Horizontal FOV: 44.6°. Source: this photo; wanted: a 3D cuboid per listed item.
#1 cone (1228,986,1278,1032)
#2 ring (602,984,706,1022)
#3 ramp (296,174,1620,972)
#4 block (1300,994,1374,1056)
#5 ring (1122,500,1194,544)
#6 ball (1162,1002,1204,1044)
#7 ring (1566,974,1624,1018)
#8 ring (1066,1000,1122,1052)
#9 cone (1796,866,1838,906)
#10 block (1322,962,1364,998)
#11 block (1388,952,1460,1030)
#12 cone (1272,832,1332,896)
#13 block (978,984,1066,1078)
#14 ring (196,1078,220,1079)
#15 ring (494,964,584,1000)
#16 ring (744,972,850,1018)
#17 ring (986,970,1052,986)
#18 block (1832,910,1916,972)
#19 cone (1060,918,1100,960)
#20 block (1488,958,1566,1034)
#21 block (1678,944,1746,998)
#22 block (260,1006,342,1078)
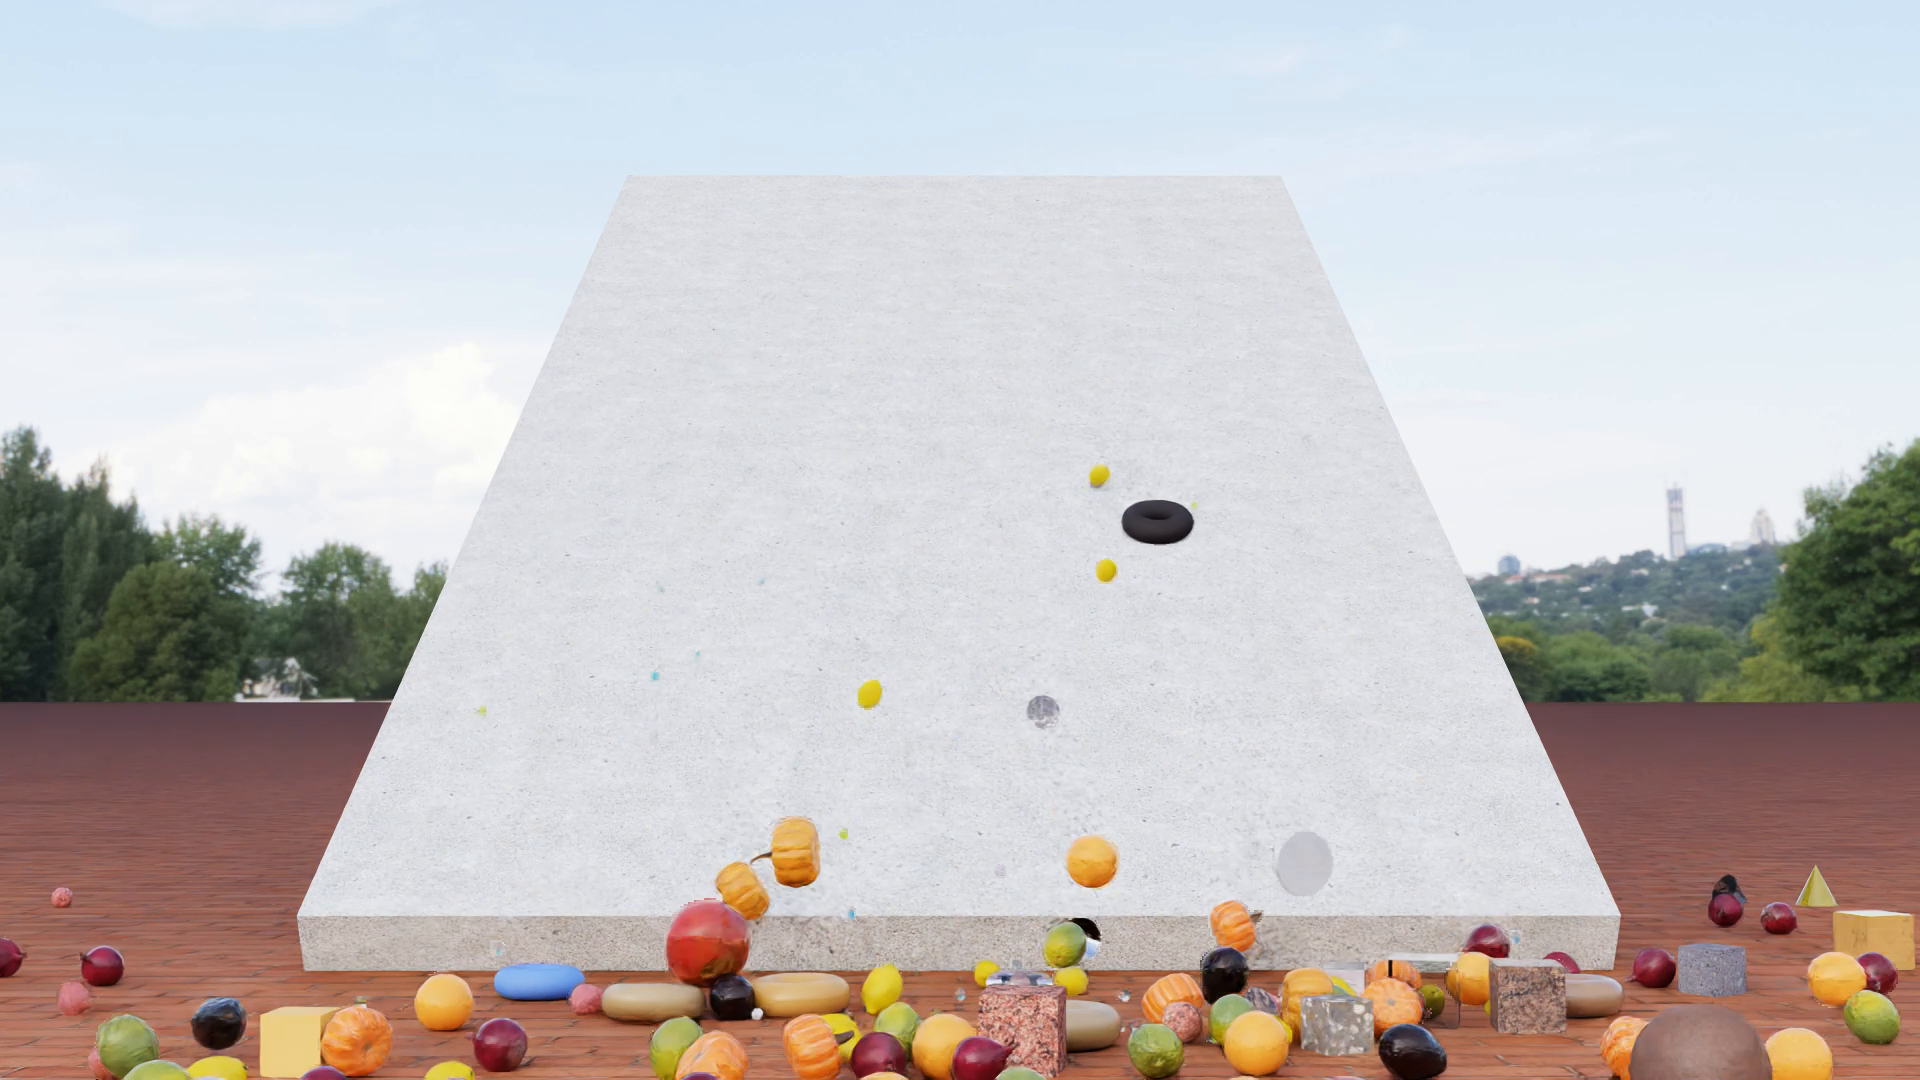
[{"bbox_3d":[0.360,0.604,2.958,0.060,0.060,0.060,-35,-24,33],"label":"cone"},{"bbox_3d":[-0.396,0.598,3.028,0.135,0.045,0.135,1,-9,0],"label":"ring"},{"bbox_3d":[-0.009,-0.229,5.368,2.000,0.100,4.000,0,25,0],"label":"ramp"},{"bbox_3d":[0.447,0.574,2.773,0.061,0.061,0.061,2,-4,-24],"label":"block"},{"bbox_3d":[0.403,-0.038,4.782,0.148,0.049,0.148,-1,26,0],"label":"ring"},{"bbox_3d":[0.269,0.583,2.829,0.050,0.050,0.050,0,-4,0],"label":"ball"},{"bbox_3d":[0.807,0.603,3.101,0.144,0.048,0.144,0,-5,0],"label":"ring"},{"bbox_3d":[0.120,0.583,2.811,0.149,0.050,0.149,0,-5,0],"label":"ring"},{"bbox_3d":[1.721,0.693,4.704,0.080,0.080,0.080,0,-4,0],"label":"cone"},{"bbox_3d":[0.506,0.590,3.082,0.054,0.054,0.054,-1,-27,10],"label":"block"},{"bbox_3d":[0.596,0.577,2.999,0.085,0.085,0.085,-1,-4,14],"label":"block"},{"bbox_3d":[0.509,0.500,3.630,0.097,0.097,0.097,2,-5,-24],"label":"cone"},{"bbox_3d":[0.071,0.551,2.630,0.088,0.088,0.088,-1,-4,8],"label":"block"},{"bbox_3d":[-0.626,0.503,1.965,0.035,0.106,0.106,-25,-14,22],"label":"ring"},{"bbox_3d":[-0.587,0.617,3.267,0.126,0.042,0.126,1,-5,0],"label":"ring"},{"bbox_3d":[-0.215,0.603,3.096,0.142,0.047,0.142,-1,-3,0],"label":"ring"},{"bbox_3d":[0.084,0.624,3.290,0.095,0.032,0.095,1,-5,0],"label":"ring"},{"bbox_3d":[1.414,0.619,3.621,0.083,0.083,0.083,1,-4,-17],"label":"block"},{"bbox_3d":[0.169,0.585,3.470,0.063,0.063,0.063,1,2,-14],"label":"cone"},{"bbox_3d":[0.716,0.575,2.953,0.083,0.083,0.083,0,-4,5],"label":"block"},{"bbox_3d":[1.063,0.608,3.307,0.065,0.065,0.065,3,-5,-37],"label":"block"},{"bbox_3d":[-0.736,0.560,2.613,0.068,0.068,0.068,0,-4,4],"label":"block"}]
